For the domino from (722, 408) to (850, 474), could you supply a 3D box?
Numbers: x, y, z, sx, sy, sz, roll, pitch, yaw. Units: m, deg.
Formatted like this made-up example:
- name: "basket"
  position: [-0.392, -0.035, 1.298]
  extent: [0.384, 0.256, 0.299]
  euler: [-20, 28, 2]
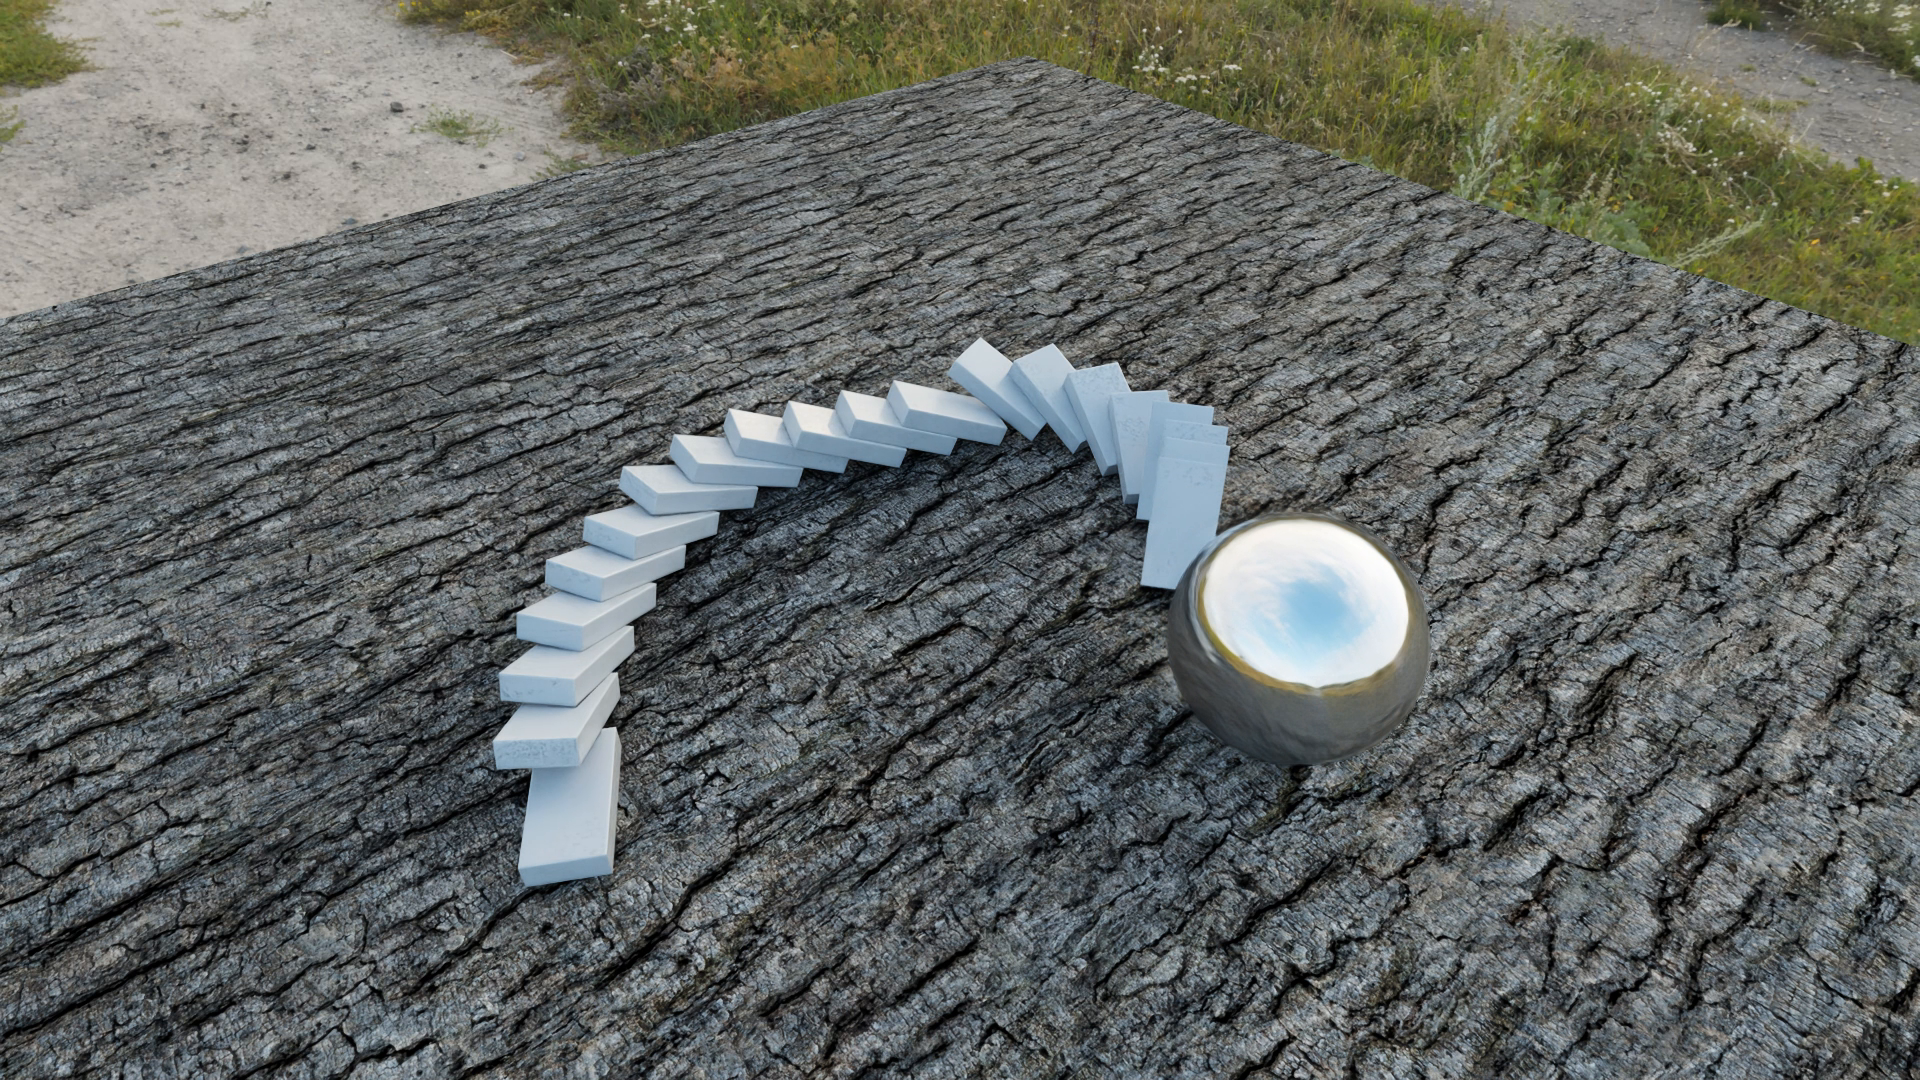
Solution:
- name: "domino"
  position: [-0.076, -0.043, 0.480]
  extent: [0.050, 0.010, 0.025]
  euler: [7, 31, -31]

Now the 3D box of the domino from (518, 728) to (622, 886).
- name: "domino"
  position: [-0.121, 0.082, 0.343]
  extent: [0.025, 0.010, 0.050]
  euler: [-7, 40, -8]

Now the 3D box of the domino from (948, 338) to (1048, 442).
- name: "domino"
  position: [0.021, -0.070, 0.512]
  extent: [0.050, 0.009, 0.025]
  euler: [39, 47, 2]

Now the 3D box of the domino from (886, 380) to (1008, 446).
- name: "domino"
  position: [-0.006, -0.057, 0.499]
  extent: [0.050, 0.010, 0.025]
  euler: [8, 33, -29]

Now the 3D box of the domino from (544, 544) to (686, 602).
- name: "domino"
  position: [-0.130, 0.009, 0.417]
  extent: [0.025, 0.009, 0.050]
  euler: [15, 18, 18]

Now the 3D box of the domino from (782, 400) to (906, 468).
- name: "domino"
  position: [-0.051, -0.047, 0.485]
  extent: [0.050, 0.010, 0.025]
  euler: [8, 33, -29]

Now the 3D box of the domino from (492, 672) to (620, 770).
- name: "domino"
  position: [-0.130, 0.058, 0.358]
  extent: [0.025, 0.010, 0.050]
  euler: [-2, 16, -2]

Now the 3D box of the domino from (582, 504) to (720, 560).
- name: "domino"
  position: [-0.121, -0.006, 0.435]
  extent: [0.025, 0.010, 0.050]
  euler: [18, 19, 21]

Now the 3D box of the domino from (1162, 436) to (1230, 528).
- name: "domino"
  position: [0.090, -0.014, 0.434]
  extent: [0.025, 0.009, 0.050]
  euler: [10, 85, 10]

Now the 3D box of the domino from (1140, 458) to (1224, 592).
- name: "domino"
  position: [0.086, -0.005, 0.424]
  extent: [0.025, 0.010, 0.050]
  euler: [8, 85, 10]

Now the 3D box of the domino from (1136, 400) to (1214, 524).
- name: "domino"
  position: [0.089, -0.031, 0.456]
  extent: [0.025, 0.010, 0.050]
  euler: [8, 85, 9]

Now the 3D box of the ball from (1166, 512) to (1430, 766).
- name: "ball"
  position: [0.106, 0.031, 0.350]
  extent: [0.080, 0.080, 0.080]
  euler: [0, 39, 0]

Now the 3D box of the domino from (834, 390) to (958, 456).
- name: "domino"
  position: [-0.029, -0.052, 0.492]
  extent: [0.050, 0.010, 0.025]
  euler: [8, 33, -29]

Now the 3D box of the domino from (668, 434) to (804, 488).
- name: "domino"
  position: [-0.095, -0.033, 0.468]
  extent: [0.050, 0.009, 0.025]
  euler: [0, 32, -41]

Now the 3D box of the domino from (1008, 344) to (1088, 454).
- name: "domino"
  position: [0.047, -0.066, 0.507]
  extent: [0.025, 0.010, 0.050]
  euler: [-28, 73, -30]

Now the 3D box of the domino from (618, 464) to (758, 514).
- name: "domino"
  position: [-0.111, -0.022, 0.454]
  extent: [0.025, 0.010, 0.050]
  euler: [32, 24, 33]

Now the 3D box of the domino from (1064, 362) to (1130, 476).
- name: "domino"
  position: [0.067, -0.054, 0.494]
  extent: [0.025, 0.009, 0.050]
  euler: [-13, 67, -16]

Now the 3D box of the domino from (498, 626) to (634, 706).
- name: "domino"
  position: [-0.133, 0.042, 0.377]
  extent: [0.025, 0.010, 0.050]
  euler: [4, 16, 5]

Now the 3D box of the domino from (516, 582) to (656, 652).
- name: "domino"
  position: [-0.134, 0.025, 0.397]
  extent: [0.025, 0.009, 0.050]
  euler: [10, 17, 12]

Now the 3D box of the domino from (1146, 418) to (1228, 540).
- name: "domino"
  position: [0.092, -0.022, 0.444]
  extent: [0.025, 0.010, 0.050]
  euler: [9, 85, 10]

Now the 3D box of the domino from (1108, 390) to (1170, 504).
- name: "domino"
  position: [0.081, -0.041, 0.476]
  extent: [0.025, 0.009, 0.050]
  euler: [-3, 65, -4]
